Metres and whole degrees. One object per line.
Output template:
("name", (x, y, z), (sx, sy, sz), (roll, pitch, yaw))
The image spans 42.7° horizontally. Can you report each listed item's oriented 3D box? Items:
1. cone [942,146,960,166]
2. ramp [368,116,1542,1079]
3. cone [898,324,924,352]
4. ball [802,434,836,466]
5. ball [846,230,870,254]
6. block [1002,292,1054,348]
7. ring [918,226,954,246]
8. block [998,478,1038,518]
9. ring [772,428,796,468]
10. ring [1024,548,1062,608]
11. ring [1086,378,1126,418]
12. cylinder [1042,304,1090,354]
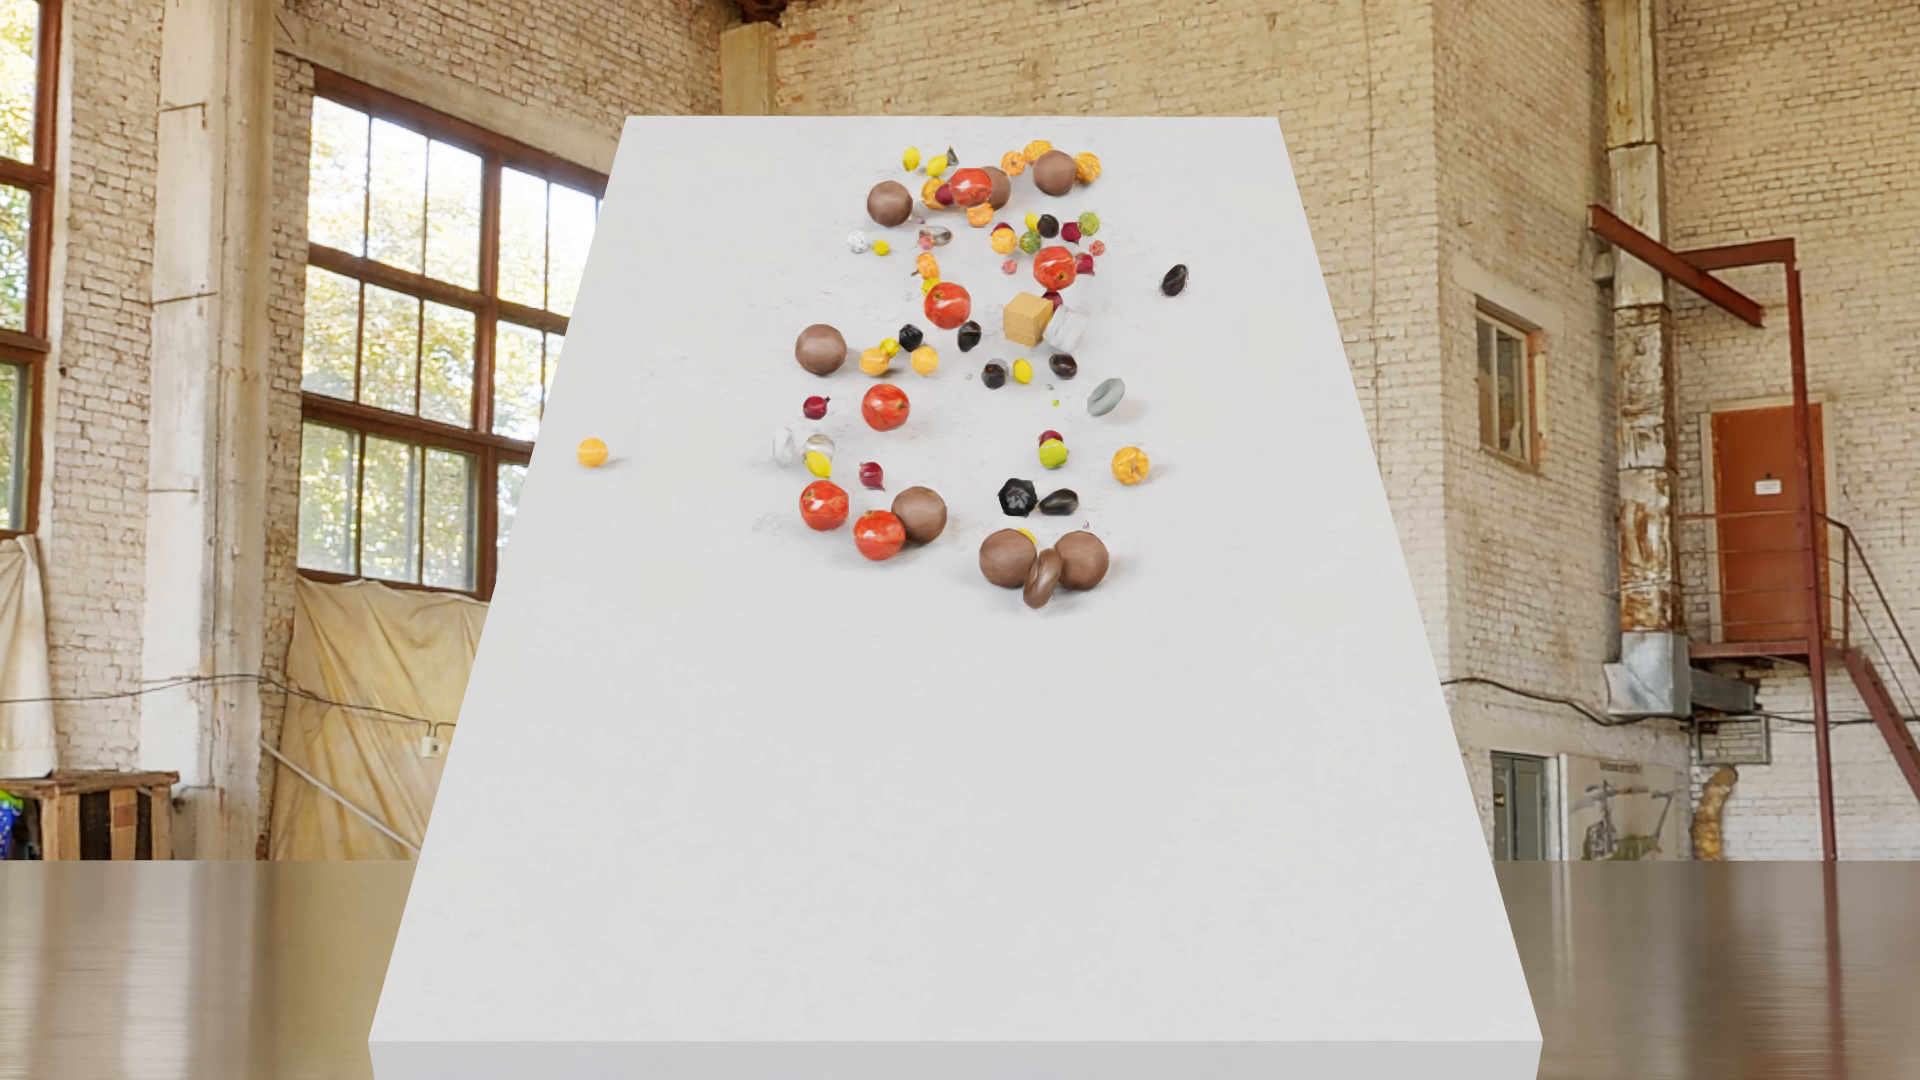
("cone", (-0.028, -1.138, 7.240), (0.053, 0.053, 0.053), (0, 33, 0))
("ramp", (-0.015, -0.183, 5.889), (2.000, 0.100, 4.000), (0, 33, 0))
("cone", (-0.108, -0.518, 6.223), (0.071, 0.071, 0.071), (4, -9, -30))
("ball", (-0.330, -0.212, 5.767), (0.078, 0.078, 0.078), (0, -7, 0))
("ball", (-0.279, -0.816, 6.726), (0.063, 0.063, 0.063), (0, -7, 0))
("block", (0.175, -0.566, 6.301), (0.092, 0.092, 0.092), (20, 44, 28))
("ring", (-0.067, -0.841, 6.783), (0.097, 0.032, 0.097), (3, 27, -1))
("block", (0.132, -0.096, 5.586), (0.060, 0.060, 0.060), (6, -48, 30))
("ring", (-0.410, -0.217, 5.731), (0.031, 0.094, 0.094), (2, -6, 18))
("ring", (0.176, 0.082, 5.209), (0.046, 0.137, 0.137), (22, -12, -10))
("ring", (0.350, -0.344, 5.909), (0.038, 0.114, 0.114), (42, -26, -20))
("cylinder", (0.269, -0.536, 6.231), (0.090, 0.090, 0.090), (28, 16, -8))
